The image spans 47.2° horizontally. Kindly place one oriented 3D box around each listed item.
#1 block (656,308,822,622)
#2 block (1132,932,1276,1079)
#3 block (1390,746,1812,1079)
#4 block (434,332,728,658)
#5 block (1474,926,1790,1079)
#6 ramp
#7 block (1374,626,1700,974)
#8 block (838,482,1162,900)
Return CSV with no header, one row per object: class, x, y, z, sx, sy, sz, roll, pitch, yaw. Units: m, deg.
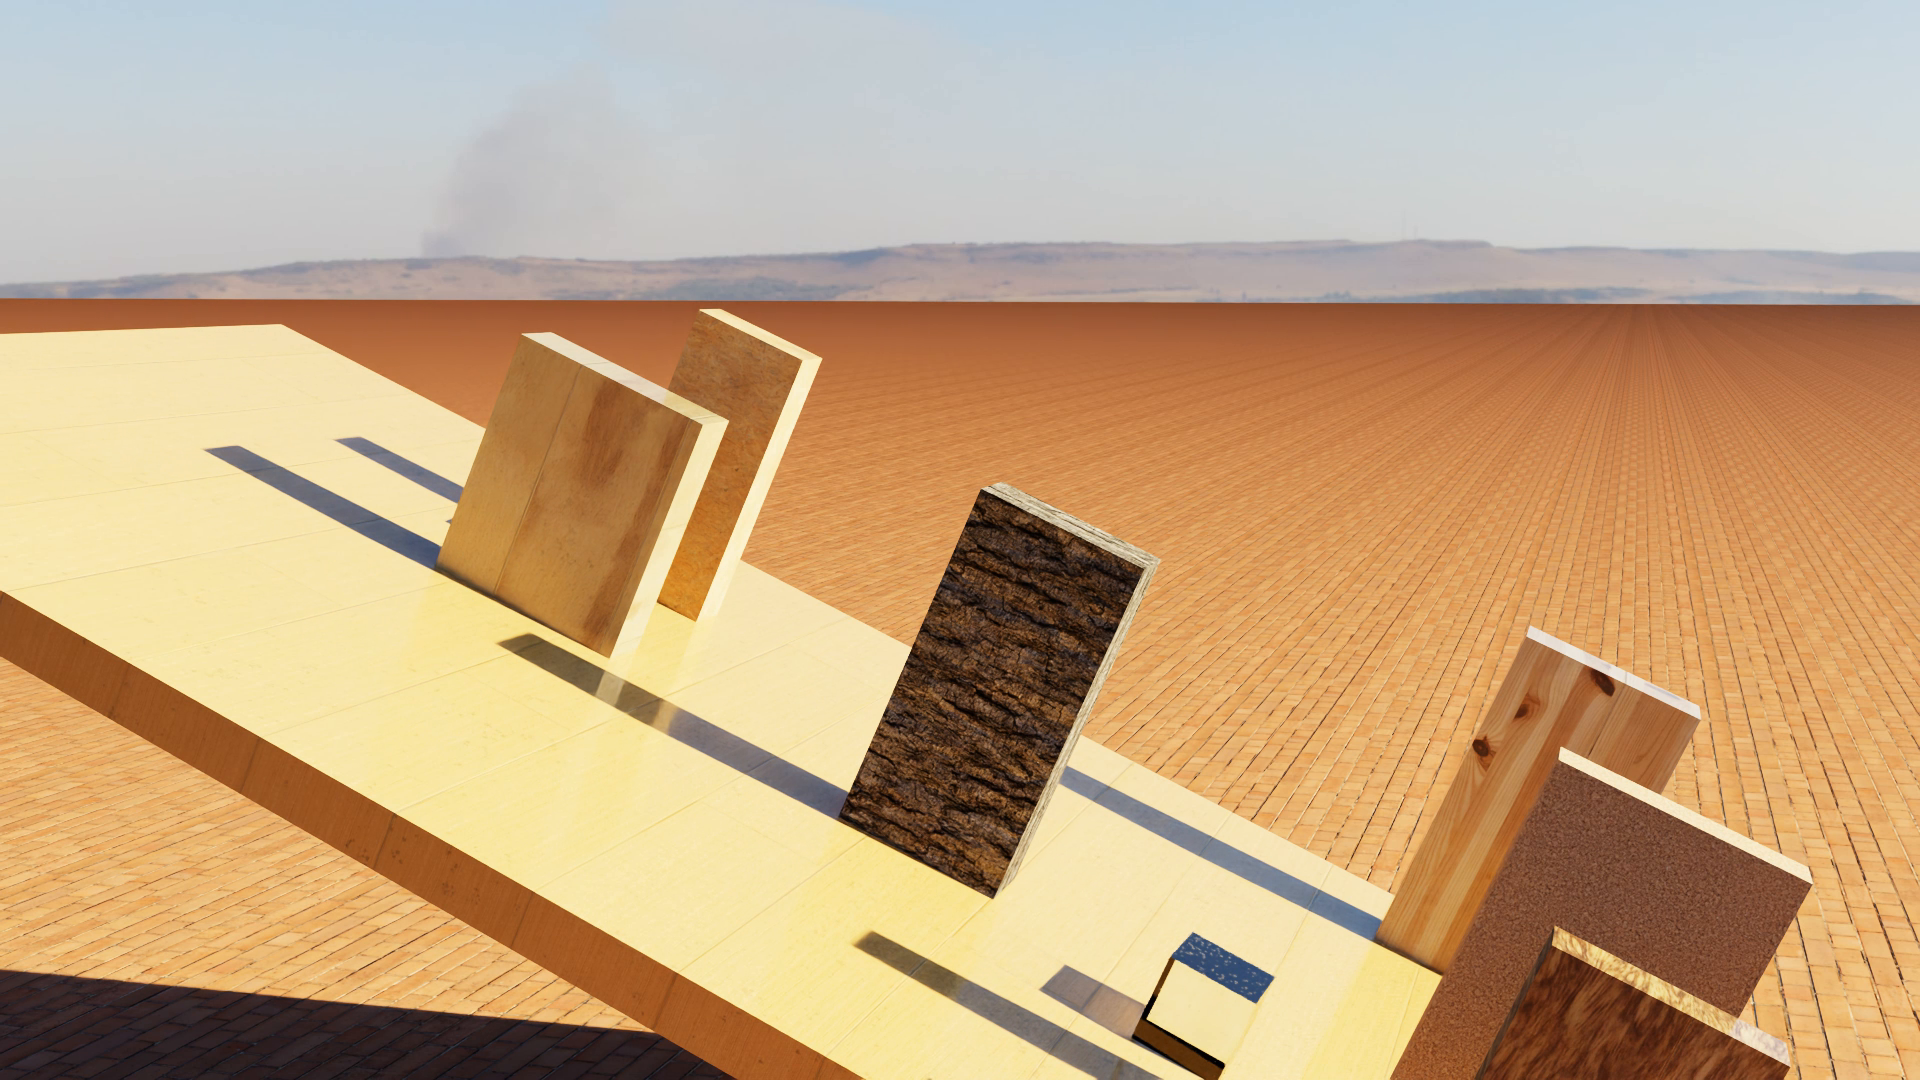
block,-0.538,-0.160,4.701,0.254,0.613,0.112,26,13,13
block,0.404,0.774,3.645,0.156,0.156,0.156,27,14,15
block,0.906,0.741,3.292,0.387,0.766,0.093,26,13,13
block,-0.745,-0.090,4.316,0.414,0.503,0.123,26,13,13
block,0.807,0.869,2.943,0.325,0.618,0.091,26,13,13
ramp,-0.280,0.484,4.179,4.000,0.100,2.000,26,13,13
block,1.177,0.581,4.505,0.368,0.710,0.143,26,13,13
block,0.068,0.268,3.946,0.320,0.663,0.139,26,13,13
